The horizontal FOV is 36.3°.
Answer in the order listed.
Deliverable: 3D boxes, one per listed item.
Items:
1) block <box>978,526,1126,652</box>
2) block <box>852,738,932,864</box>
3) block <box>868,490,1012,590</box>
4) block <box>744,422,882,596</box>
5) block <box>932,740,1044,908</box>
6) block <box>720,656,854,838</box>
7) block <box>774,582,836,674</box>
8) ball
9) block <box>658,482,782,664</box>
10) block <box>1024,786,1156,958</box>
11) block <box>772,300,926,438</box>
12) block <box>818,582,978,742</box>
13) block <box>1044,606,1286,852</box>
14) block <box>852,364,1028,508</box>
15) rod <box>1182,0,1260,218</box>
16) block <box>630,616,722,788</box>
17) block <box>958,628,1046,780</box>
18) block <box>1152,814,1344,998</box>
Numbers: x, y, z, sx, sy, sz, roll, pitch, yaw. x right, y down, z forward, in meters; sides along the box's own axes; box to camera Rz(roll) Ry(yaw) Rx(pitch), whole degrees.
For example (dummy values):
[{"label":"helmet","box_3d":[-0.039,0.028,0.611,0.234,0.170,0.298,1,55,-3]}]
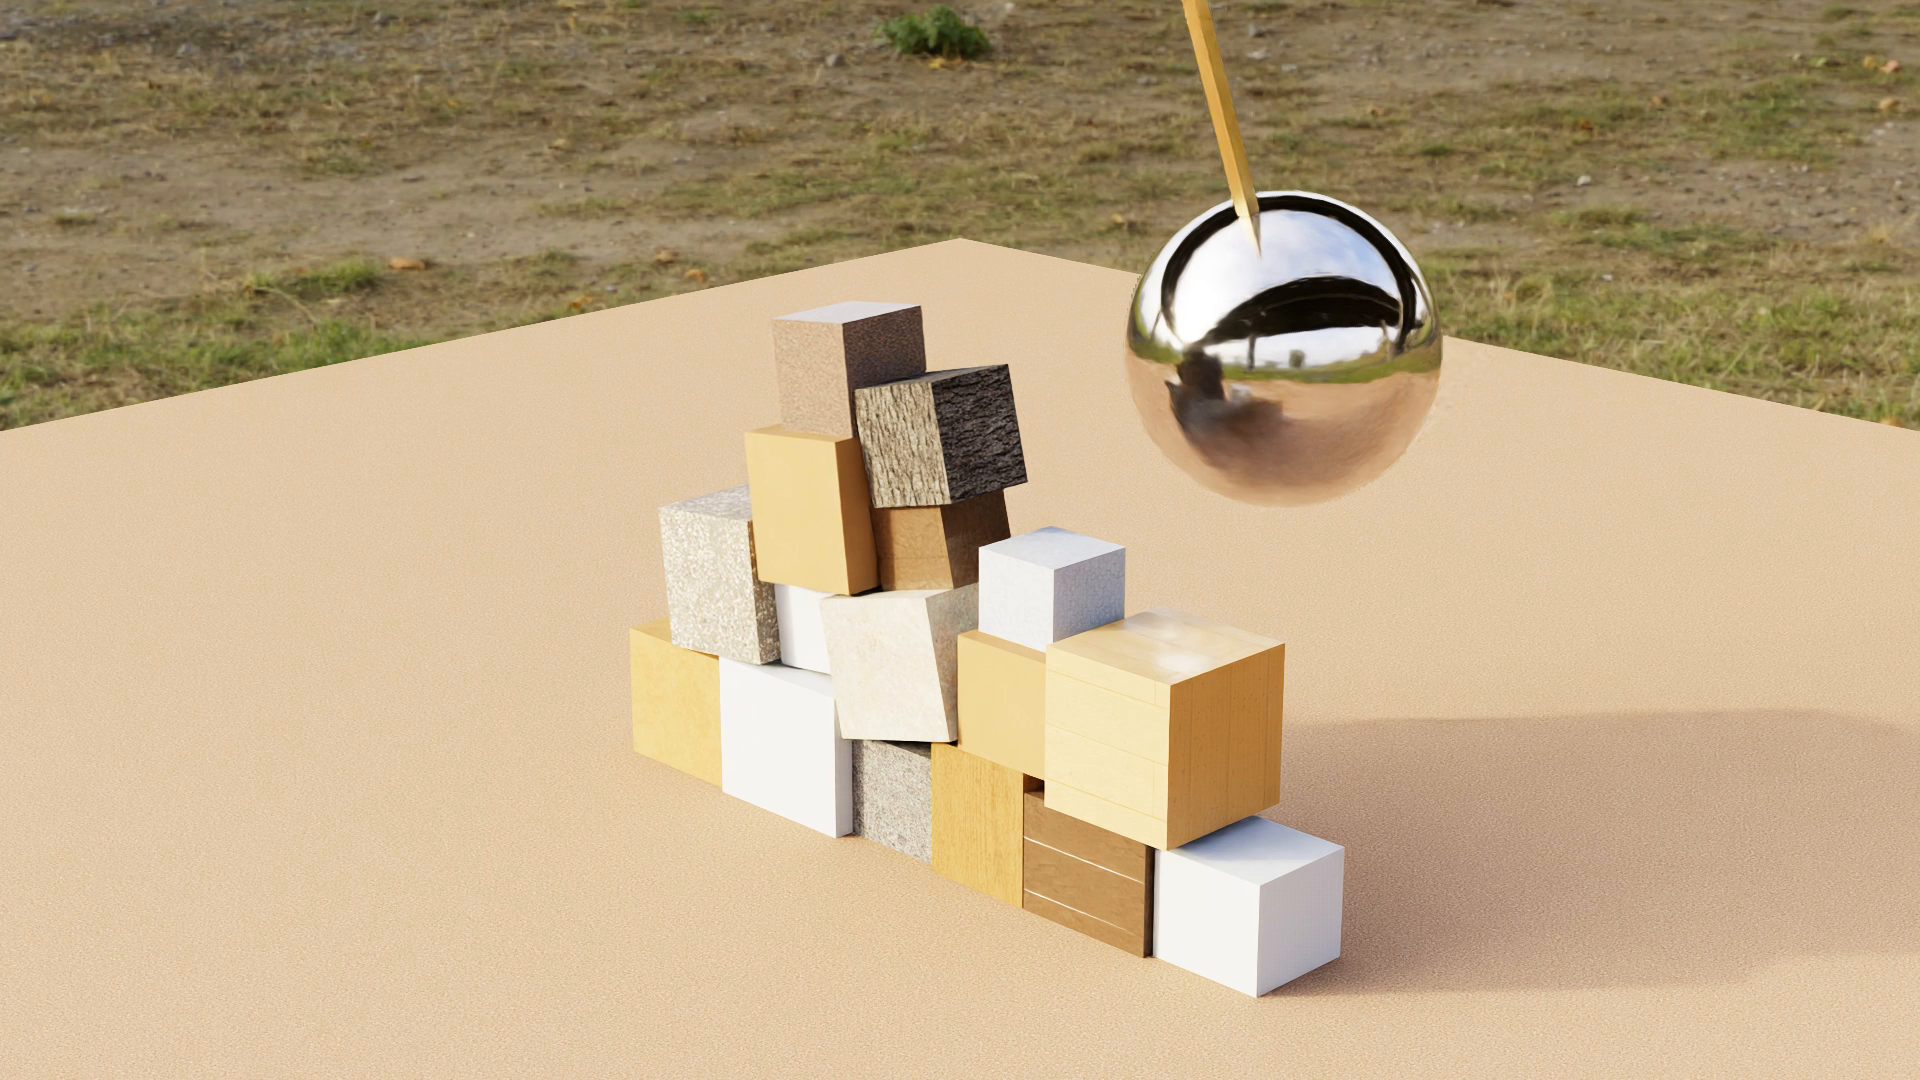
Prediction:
[{"label":"block","box_3d":[0.408,0.218,13.010,0.465,0.389,0.452,-17,24,-42]},{"label":"block","box_3d":[-0.114,1.146,13.829,0.536,0.522,0.577,-17,24,-42]},{"label":"block","box_3d":[-0.080,-0.008,13.430,0.409,0.397,0.472,-16,10,-43]},{"label":"block","box_3d":[-0.498,-0.206,13.798,0.627,0.715,0.738,8,18,45]},{"label":"block","box_3d":[0.308,1.203,13.421,0.663,0.657,0.575,-17,24,-42]},{"label":"block","box_3d":[-0.607,0.907,14.286,0.763,0.703,0.818,-17,24,-42]},{"label":"block","box_3d":[-0.556,0.352,14.026,0.427,0.460,0.478,-17,18,-42]},{"label":"ball","box_3d":[1.623,-0.957,14.742,1.600,1.600,1.600,0,17,0]},{"label":"block","box_3d":[-0.968,0.143,14.393,0.659,0.702,0.694,9,19,44]},{"label":"block","box_3d":[0.753,1.393,12.977,0.614,0.561,0.713,-17,24,-42]},{"label":"block","box_3d":[-0.503,-0.797,13.592,0.475,0.527,0.508,8,18,44]},{"label":"block","box_3d":[-0.090,0.513,13.602,0.742,0.662,0.725,-16,10,-43]},{"label":"block","box_3d":[0.883,0.800,12.688,0.751,0.743,0.703,-17,24,-42]},{"label":"block","box_3d":[-0.091,-0.472,13.298,0.498,0.546,0.519,-16,10,-43]},{"label":"rod","box_3d":[0.703,-3.678,12.923,0.080,5.200,0.080,17,46,42]},{"label":"block","box_3d":[-1.158,0.760,14.818,0.700,0.664,0.721,-17,24,-42]},{"label":"block","box_3d":[0.404,0.676,13.103,0.604,0.540,0.567,-17,24,-42]},{"label":"block","box_3d":[1.234,1.550,12.562,0.567,0.510,0.574,-17,24,-42]}]
